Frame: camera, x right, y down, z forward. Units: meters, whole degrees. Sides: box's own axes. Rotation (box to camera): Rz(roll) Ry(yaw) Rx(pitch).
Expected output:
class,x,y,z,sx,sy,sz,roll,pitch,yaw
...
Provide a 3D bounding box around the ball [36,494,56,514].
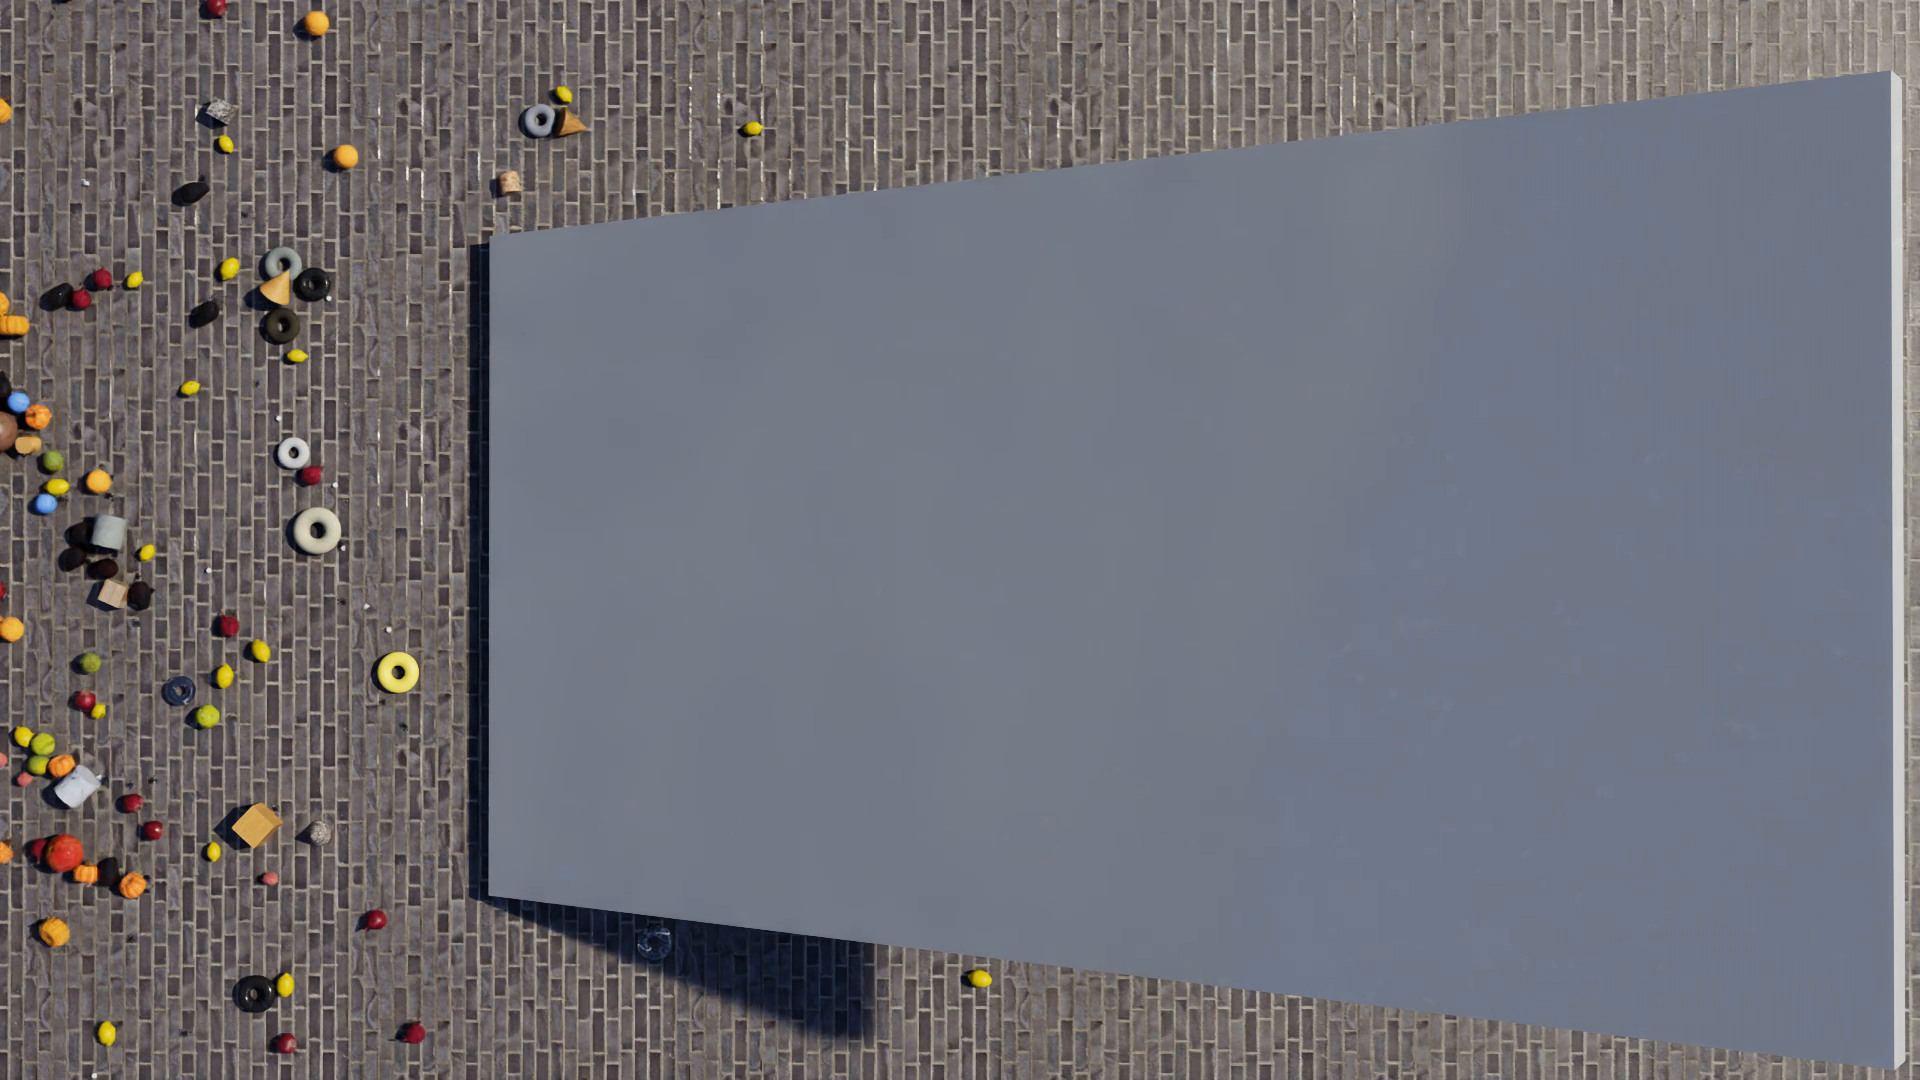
class,x,y,z,sx,sy,sz,roll,pitch,yaw
ball,-2.793,-0.111,6.721,0.062,0.062,0.062,0,90,0

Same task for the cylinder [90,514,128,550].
class,x,y,z,sx,sy,sz,roll,pitch,yaw
cylinder,-2.593,-0.025,6.701,0.094,0.094,0.094,11,85,0

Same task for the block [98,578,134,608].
class,x,y,z,sx,sy,sz,roll,pitch,yaw
block,-2.577,0.163,6.716,0.067,0.067,0.067,24,90,0

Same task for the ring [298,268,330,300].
class,x,y,z,sx,sy,sz,roll,pitch,yaw
ring,-1.979,-0.784,6.740,0.102,0.034,0.102,0,91,1

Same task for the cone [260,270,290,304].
class,x,y,z,sx,sy,sz,roll,pitch,yaw
cone,-2.064,-0.786,6.693,0.098,0.098,0.098,38,112,0

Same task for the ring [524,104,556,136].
class,x,y,z,sx,sy,sz,roll,pitch,yaw
ring,-1.287,-1.287,6.744,0.103,0.034,0.103,0,89,1

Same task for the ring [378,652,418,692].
class,x,y,z,sx,sy,sz,roll,pitch,yaw
ring,-1.719,0.405,6.727,0.127,0.042,0.127,0,90,1

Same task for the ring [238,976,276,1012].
class,x,y,z,sx,sy,sz,roll,pitch,yaw
ring,-2.149,1.388,6.721,0.116,0.039,0.116,0,91,0

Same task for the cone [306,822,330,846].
class,x,y,z,sx,sy,sz,roll,pitch,yaw
cone,-1.969,0.901,6.704,0.079,0.079,0.079,0,90,0

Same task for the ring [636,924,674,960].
class,x,y,z,sx,sy,sz,roll,pitch,yaw
ring,-0.932,1.231,6.723,0.111,0.037,0.111,0,88,1

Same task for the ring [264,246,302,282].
class,x,y,z,sx,sy,sz,roll,pitch,yaw
ring,-2.074,-0.843,6.739,0.115,0.038,0.115,0,90,-1

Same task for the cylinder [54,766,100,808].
class,x,y,z,sx,sy,sz,roll,pitch,yaw
cylinder,-2.688,0.751,6.698,0.093,0.093,0.093,-44,90,0

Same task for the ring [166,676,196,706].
class,x,y,z,sx,sy,sz,roll,pitch,yaw
ring,-2.385,0.461,6.732,0.093,0.031,0.093,0,89,-1

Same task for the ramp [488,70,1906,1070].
class,x,y,z,sx,sy,sz,roll,pitch,yaw
ramp,0.247,0.068,5.574,4.000,0.100,2.000,0,89,35

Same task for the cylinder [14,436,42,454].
class,x,y,z,sx,sy,sz,roll,pitch,yaw
cylinder,-2.848,-0.291,6.722,0.055,0.055,0.055,1,95,6

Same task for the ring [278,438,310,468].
class,x,y,z,sx,sy,sz,roll,pitch,yaw
ring,-2.042,-0.266,6.737,0.098,0.033,0.098,0,89,1

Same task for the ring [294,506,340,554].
class,x,y,z,sx,sy,sz,roll,pitch,yaw
ring,-1.967,-0.028,6.727,0.146,0.049,0.146,0,91,0

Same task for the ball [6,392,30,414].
class,x,y,z,sx,sy,sz,roll,pitch,yaw
ball,-2.879,-0.420,6.722,0.065,0.065,0.065,0,90,0

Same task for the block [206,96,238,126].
class,x,y,z,sx,sy,sz,roll,pitch,yaw
block,-2.260,-1.314,6.732,0.058,0.058,0.058,29,90,0

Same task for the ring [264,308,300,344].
class,x,y,z,sx,sy,sz,roll,pitch,yaw
ring,-2.077,-0.657,6.738,0.109,0.036,0.109,0,91,0

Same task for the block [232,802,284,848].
class,x,y,z,sx,sy,sz,roll,pitch,yaw
block,-2.139,0.869,6.698,0.092,0.092,0.092,43,90,0
